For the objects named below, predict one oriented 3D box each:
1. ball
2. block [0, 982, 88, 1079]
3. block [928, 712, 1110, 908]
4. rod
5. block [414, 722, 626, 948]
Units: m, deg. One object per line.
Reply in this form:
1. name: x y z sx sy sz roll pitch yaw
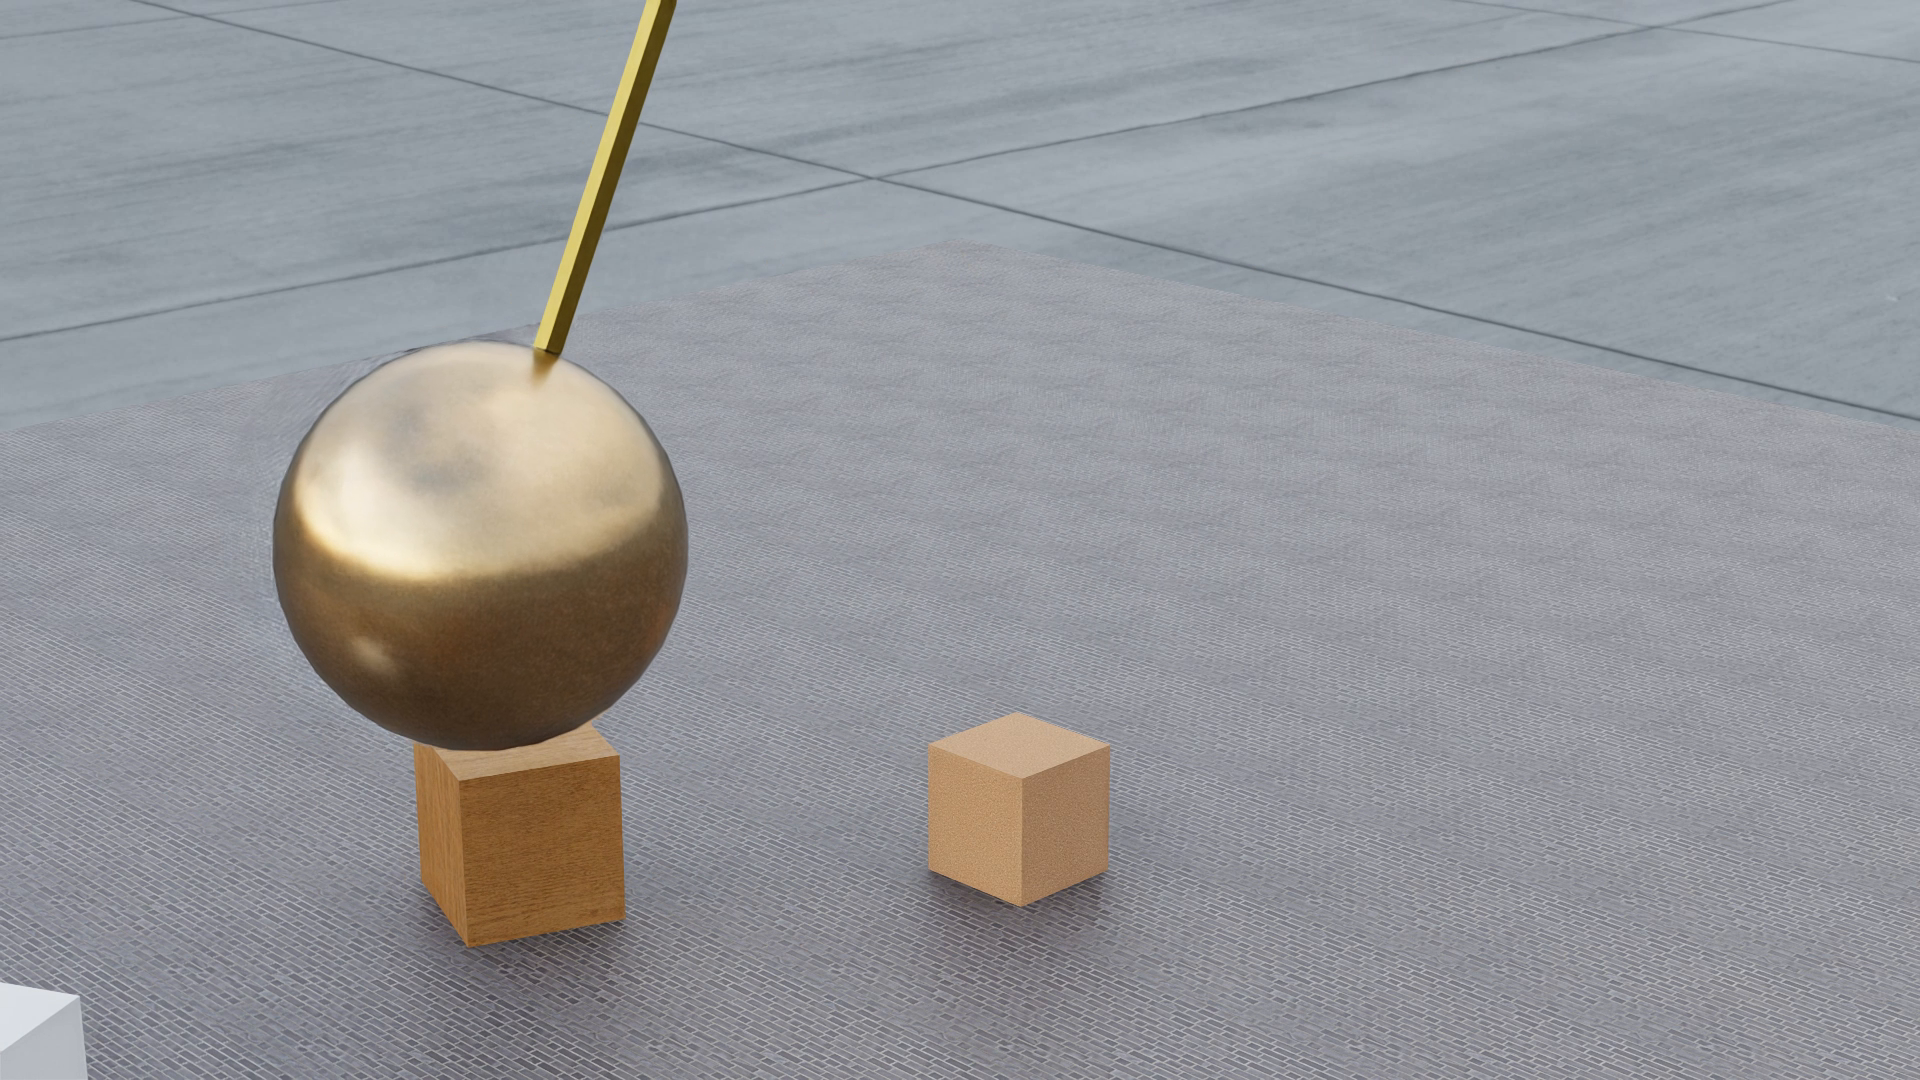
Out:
1. ball: -1.856 0.022 11.403 1.600 1.600 1.600 0 17 0
2. block: -3.664 2.054 10.636 0.735 0.703 0.635 6 18 18
3. block: 0.269 1.224 13.420 0.579 0.618 0.592 -17 24 -42
4. rod: -0.804 -3.210 11.490 0.080 5.200 0.080 17 -2 42
5. block: -1.972 1.245 13.083 0.716 0.779 0.784 -8 19 -23
